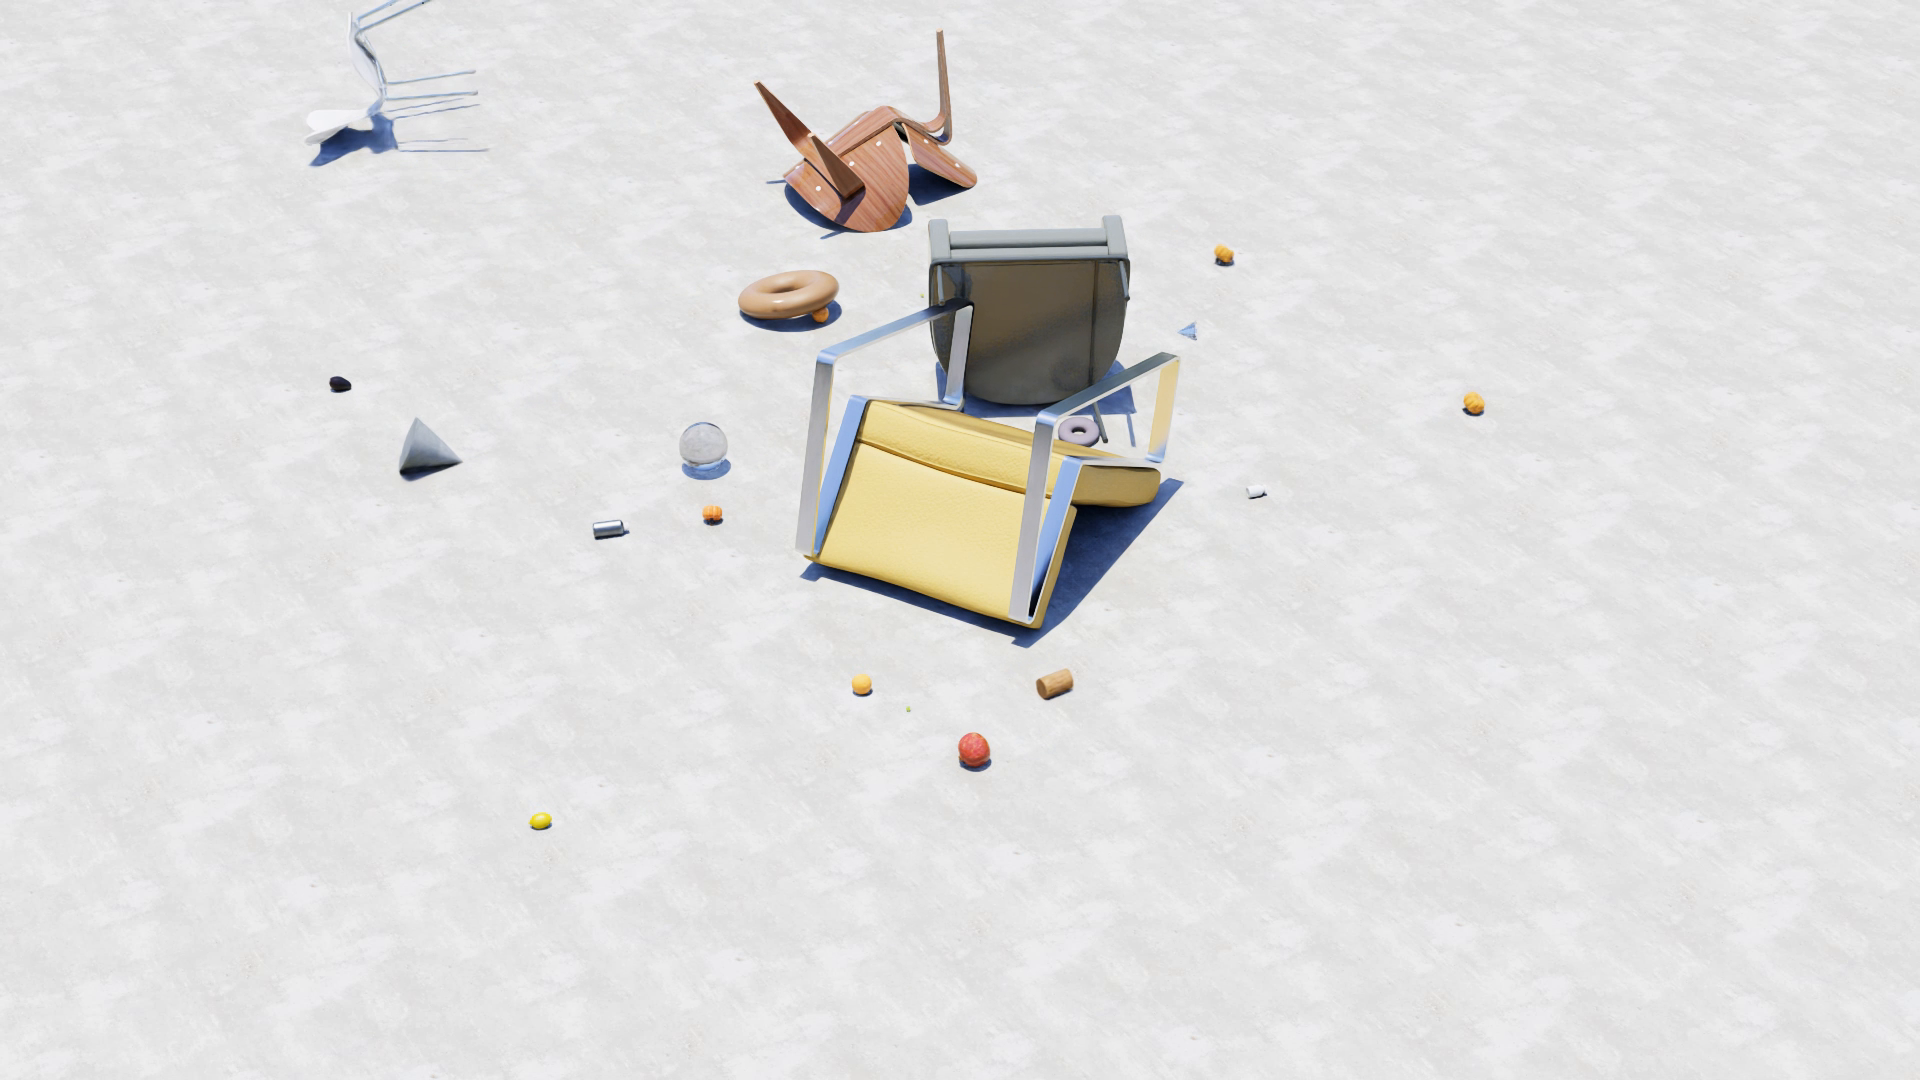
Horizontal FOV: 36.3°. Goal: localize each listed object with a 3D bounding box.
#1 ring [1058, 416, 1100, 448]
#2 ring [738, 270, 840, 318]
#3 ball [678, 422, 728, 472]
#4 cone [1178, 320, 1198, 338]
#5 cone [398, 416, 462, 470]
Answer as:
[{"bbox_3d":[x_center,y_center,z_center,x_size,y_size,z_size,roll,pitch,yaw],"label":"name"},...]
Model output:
[{"bbox_3d":[0.468,-0.426,11.554,0.165,0.042,0.200,0,34,1],"label":"ring"},{"bbox_3d":[-0.723,-1.036,12.370,0.441,0.105,0.373,-5,26,13],"label":"ring"},{"bbox_3d":[-0.990,-0.361,11.317,0.193,0.193,0.193,0,33,0],"label":"ball"},{"bbox_3d":[0.947,-0.874,12.249,0.087,0.050,0.128,-9,32,15],"label":"cone"},{"bbox_3d":[-2.031,-0.337,11.367,0.228,0.213,0.255,20,14,-17],"label":"cone"}]
